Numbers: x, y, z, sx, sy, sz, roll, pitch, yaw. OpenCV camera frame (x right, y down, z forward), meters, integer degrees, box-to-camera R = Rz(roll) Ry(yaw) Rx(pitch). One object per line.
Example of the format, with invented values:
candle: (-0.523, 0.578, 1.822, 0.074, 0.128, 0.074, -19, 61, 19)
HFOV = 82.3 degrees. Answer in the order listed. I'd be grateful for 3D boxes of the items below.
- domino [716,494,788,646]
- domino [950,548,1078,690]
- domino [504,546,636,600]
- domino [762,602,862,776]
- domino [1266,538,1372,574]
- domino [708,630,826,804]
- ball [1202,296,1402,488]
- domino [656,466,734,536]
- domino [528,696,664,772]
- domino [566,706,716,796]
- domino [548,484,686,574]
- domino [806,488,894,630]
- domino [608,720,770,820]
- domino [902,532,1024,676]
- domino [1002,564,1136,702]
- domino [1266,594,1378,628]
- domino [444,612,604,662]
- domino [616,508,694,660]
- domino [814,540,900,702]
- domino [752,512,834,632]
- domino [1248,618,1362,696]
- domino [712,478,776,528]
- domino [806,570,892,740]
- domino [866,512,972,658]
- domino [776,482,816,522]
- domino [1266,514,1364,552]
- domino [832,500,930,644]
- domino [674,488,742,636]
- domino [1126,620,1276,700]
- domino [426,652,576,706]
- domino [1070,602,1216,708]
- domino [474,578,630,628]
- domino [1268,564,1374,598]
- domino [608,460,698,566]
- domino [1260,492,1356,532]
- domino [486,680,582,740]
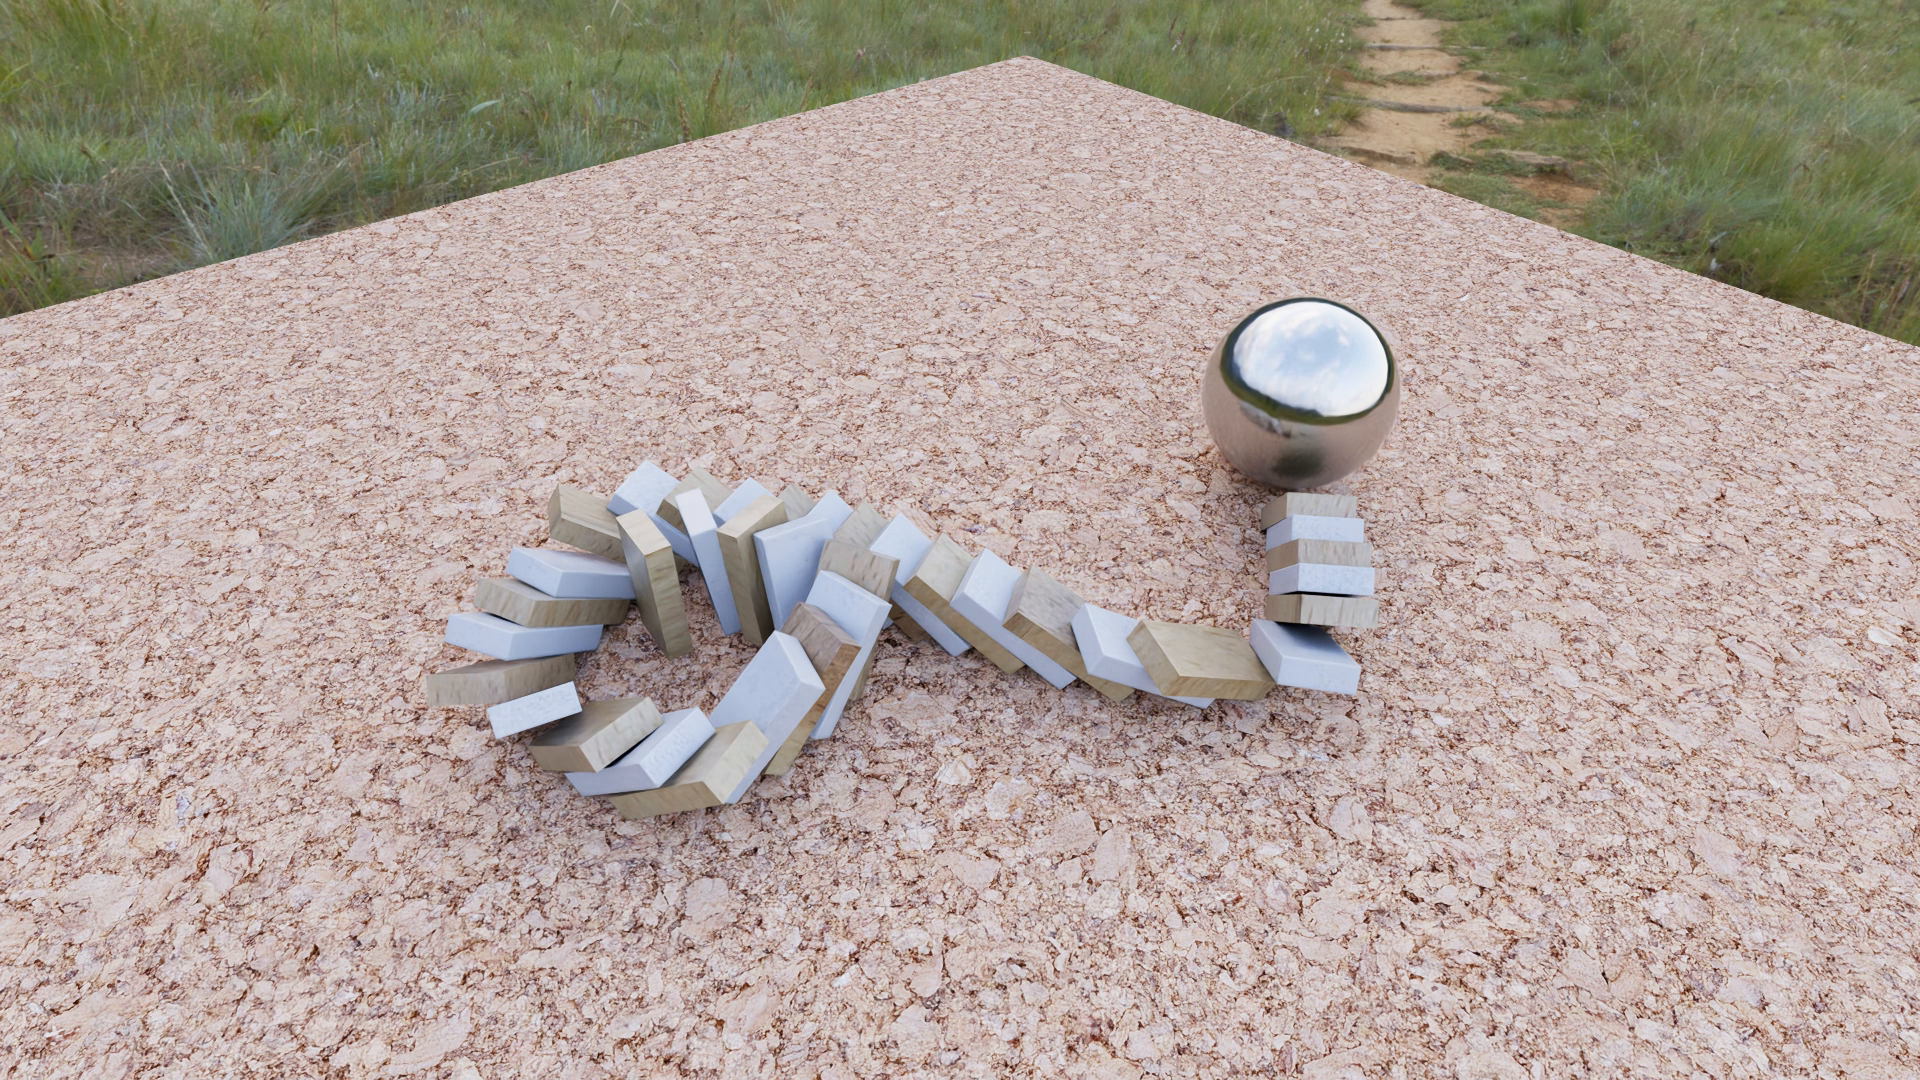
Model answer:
domino: (-0.071, 0.011, 0.397, 0.009, 0.050, 0.025, 18, 42, 28)
domino: (0.022, 0.028, 0.389, 0.050, 0.009, 0.025, 38, 42, -9)
domino: (-0.138, 0.013, 0.405, 0.025, 0.010, 0.050, 21, 5, 24)
domino: (-0.055, 0.048, 0.358, 0.025, 0.050, 0.009, 37, 10, 36)
domino: (0.132, 0.007, 0.409, 0.025, 0.010, 0.050, 4, -5, 4)
domino: (-0.065, 0.056, 0.348, 0.010, 0.050, 0.025, 25, 18, -44)
ball: (0.143, -0.062, 0.463, 0.080, 0.080, 0.080, 0, 39, 0)
domino: (-0.090, -0.005, 0.430, 0.050, 0.010, 0.025, 37, 41, -4)
domino: (-0.115, 0.061, 0.346, 0.025, 0.010, 0.050, -38, 15, -36)
domino: (-0.100, 0.066, 0.340, 0.050, 0.009, 0.025, -17, 21, 45)
domino: (-0.132, -0.003, 0.423, 0.050, 0.010, 0.025, 24, 22, -34)
domino: (-0.038, 0.007, 0.412, 0.050, 0.010, 0.025, 44, 45, -8)
domino: (-0.083, 0.070, 0.336, 0.050, 0.009, 0.025, -19, 25, 39)
domino: (0.006, 0.023, 0.394, 0.050, 0.009, 0.025, 40, 43, -8)
domino: (0.040, 0.033, 0.383, 0.050, 0.009, 0.025, 34, 40, -11)
domino: (0.126, 0.025, 0.388, 0.025, 0.010, 0.050, 4, -3, 3)
domino: (-0.150, 0.032, 0.381, 0.025, 0.010, 0.050, 13, 2, 16)
domino: (-0.108, 0.016, 0.392, 0.009, 0.050, 0.025, -24, 45, -27)
domino: (-0.040, 0.027, 0.380, 0.025, 0.050, 0.010, 16, 4, 9)
domino: (-0.055, 0.018, 0.388, 0.025, 0.050, 0.010, -20, 22, -27)
domino: (0.117, 0.039, 0.376, 0.025, 0.009, 0.050, 8, 10, 3)
domino: (-0.070, 0.000, 0.424, 0.050, 0.009, 0.025, 38, 45, -2)
domino: (-0.045, 0.038, 0.368, 0.025, 0.050, 0.009, 28, 6, 23)
domino: (-0.012, 0.016, 0.400, 0.050, 0.010, 0.025, 44, 46, -8)
domino: (-0.054, 0.004, 0.417, 0.050, 0.010, 0.025, 42, 45, -6)
domino: (0.134, -0.001, 0.419, 0.025, 0.010, 0.050, 4, -5, 6)
domino: (-0.026, 0.012, 0.406, 0.050, 0.010, 0.025, 44, 46, -8)
domino: (-0.090, 0.008, 0.401, 0.009, 0.050, 0.025, -21, 43, -14)
domino: (0.082, 0.041, 0.373, 0.050, 0.010, 0.025, 9, 37, -37)
domino: (-0.150, 0.046, 0.363, 0.025, 0.009, 0.050, -3, 0, 5)
domino: (0.064, 0.040, 0.376, 0.050, 0.009, 0.025, 19, 33, -25)
domino: (-0.145, 0.022, 0.393, 0.025, 0.010, 0.050, 18, 4, 20)
domino: (0.130, 0.016, 0.399, 0.025, 0.010, 0.050, 4, -5, 5)
domino: (-0.110, -0.008, 0.433, 0.050, 0.009, 0.025, 34, 38, -7)
domino: (0.135, -0.010, 0.430, 0.025, 0.009, 0.050, 4, -5, 5)
domino: (-0.135, 0.054, 0.353, 0.025, 0.010, 0.050, -17, -1, -20)
